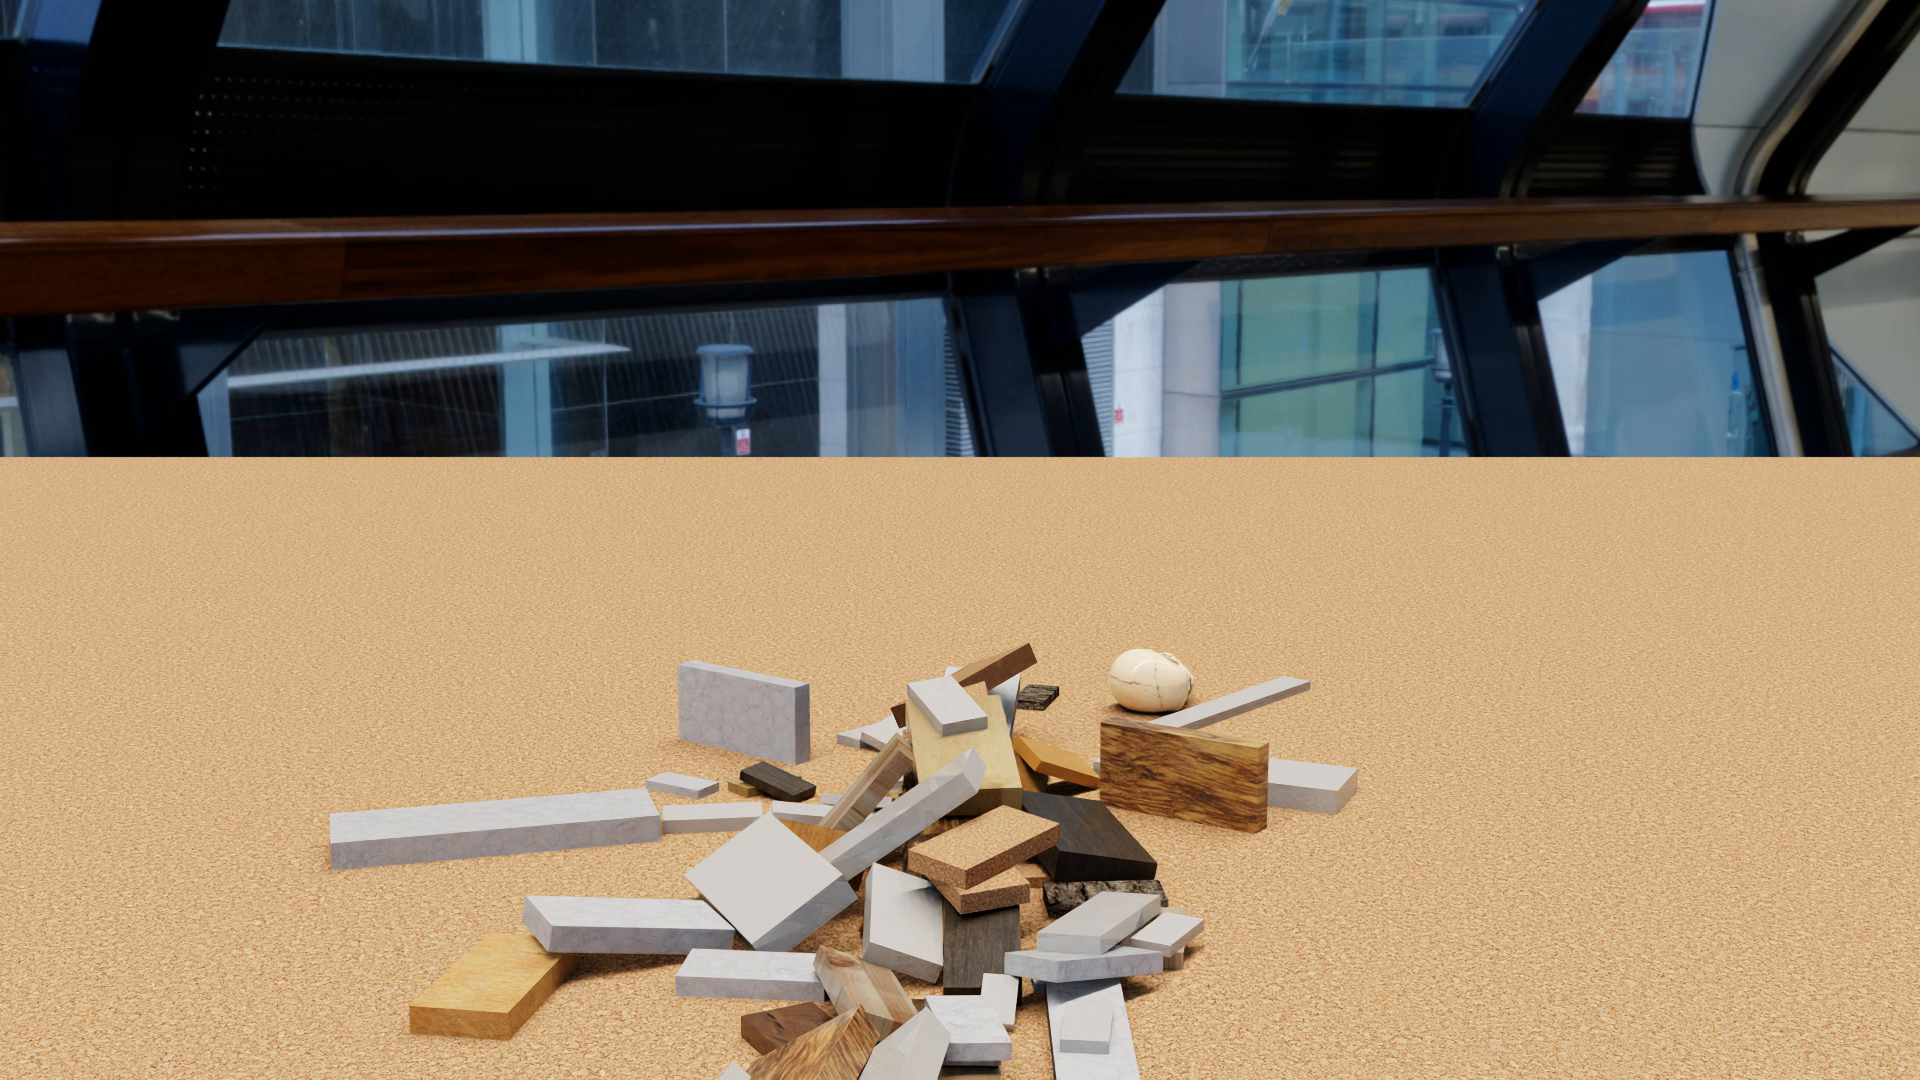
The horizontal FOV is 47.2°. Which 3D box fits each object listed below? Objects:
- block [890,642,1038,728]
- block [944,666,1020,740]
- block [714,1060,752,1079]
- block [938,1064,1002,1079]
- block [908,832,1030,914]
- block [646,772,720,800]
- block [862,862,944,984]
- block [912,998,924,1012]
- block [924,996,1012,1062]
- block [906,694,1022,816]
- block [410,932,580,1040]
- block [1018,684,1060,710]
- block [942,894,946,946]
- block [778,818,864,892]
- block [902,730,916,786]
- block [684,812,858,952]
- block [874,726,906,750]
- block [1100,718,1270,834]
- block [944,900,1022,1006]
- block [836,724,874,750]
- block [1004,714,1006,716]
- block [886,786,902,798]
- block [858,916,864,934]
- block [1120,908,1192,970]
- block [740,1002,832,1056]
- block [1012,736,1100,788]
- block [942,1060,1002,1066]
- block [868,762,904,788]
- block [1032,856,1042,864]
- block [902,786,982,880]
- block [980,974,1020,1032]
[{"bbox_3d":[0.011,0.289,4.394,0.156,0.044,0.312,-22,1,34],"label":"block"},{"bbox_3d":[0.032,0.359,4.495,0.156,0.044,0.312,4,26,5],"label":"block"},{"bbox_3d":[-0.331,0.723,2.672,0.031,0.111,0.221,44,15,0],"label":"block"},{"bbox_3d":[-0.002,0.702,2.844,0.110,0.031,0.221,2,-2,2],"label":"block"},{"bbox_3d":[0.012,0.516,3.445,0.114,0.032,0.229,-6,17,-21],"label":"block"},{"bbox_3d":[-0.536,0.474,4.244,0.130,0.018,0.065,7,12,32],"label":"block"},{"bbox_3d":[-0.087,0.582,3.359,0.116,0.033,0.232,20,20,-9],"label":"block"},{"bbox_3d":[-0.014,0.662,3.067,0.086,0.024,0.172,3,-6,-9],"label":"block"},{"bbox_3d":[0.009,0.642,2.898,0.086,0.024,0.172,2,8,-11],"label":"block"},{"bbox_3d":[0.003,0.371,3.826,0.171,0.048,0.342,-2,23,-5],"label":"block"},{"bbox_3d":[-0.678,0.651,3.225,0.146,0.041,0.292,2,11,10],"label":"block"},{"bbox_3d":[0.169,0.351,4.902,0.072,0.020,0.144,3,11,16],"label":"block"},{"bbox_3d":[0.030,0.572,3.451,0.114,0.032,0.229,0,28,-1],"label":"block"},{"bbox_3d":[-0.240,0.533,3.728,0.181,0.090,0.026,7,-18,31],"label":"block"},{"bbox_3d":[-0.013,0.461,3.839,0.171,0.048,0.342,-1,36,-2],"label":"block"},{"bbox_3d":[-0.307,0.552,3.511,0.173,0.049,0.347,-36,22,-14],"label":"block"},{"bbox_3d":[-0.110,0.408,4.506,0.069,0.020,0.139,23,24,20],"label":"block"},{"bbox_3d":[0.412,0.434,4.069,0.323,0.162,0.046,7,12,32],"label":"block"},{"bbox_3d":[0.034,0.613,3.295,0.114,0.032,0.229,0,26,0],"label":"block"},{"bbox_3d":[-0.183,0.408,4.597,0.070,0.020,0.139,10,15,43],"label":"block"},{"bbox_3d":[0.012,0.429,4.229,0.156,0.044,0.312,0,23,0],"label":"block"},{"bbox_3d":[-0.129,0.480,4.148,0.060,0.017,0.120,3,-1,14],"label":"block"},{"bbox_3d":[-0.127,0.586,3.523,0.019,0.066,0.131,42,10,-4],"label":"block"},{"bbox_3d":[0.307,0.620,3.434,0.097,0.027,0.193,2,11,9],"label":"block"},{"bbox_3d":[-0.207,0.695,3.018,0.109,0.031,0.219,-6,12,-28],"label":"block"},{"bbox_3d":[0.185,0.427,4.226,0.172,0.024,0.086,21,16,-42],"label":"block"},{"bbox_3d":[0.002,0.678,2.948,0.086,0.024,0.172,2,-4,-6],"label":"block"},{"bbox_3d":[-0.129,0.461,4.308,0.069,0.020,0.139,-3,11,-17],"label":"block"},{"bbox_3d":[0.158,0.546,3.855,0.067,0.019,0.135,-1,11,-7],"label":"block"},{"bbox_3d":[-0.009,0.522,3.632,0.171,0.048,0.342,0,28,-2],"label":"block"},{"bbox_3d":[0.055,0.662,3.147,0.052,0.015,0.103,3,30,5],"label":"block"}]
